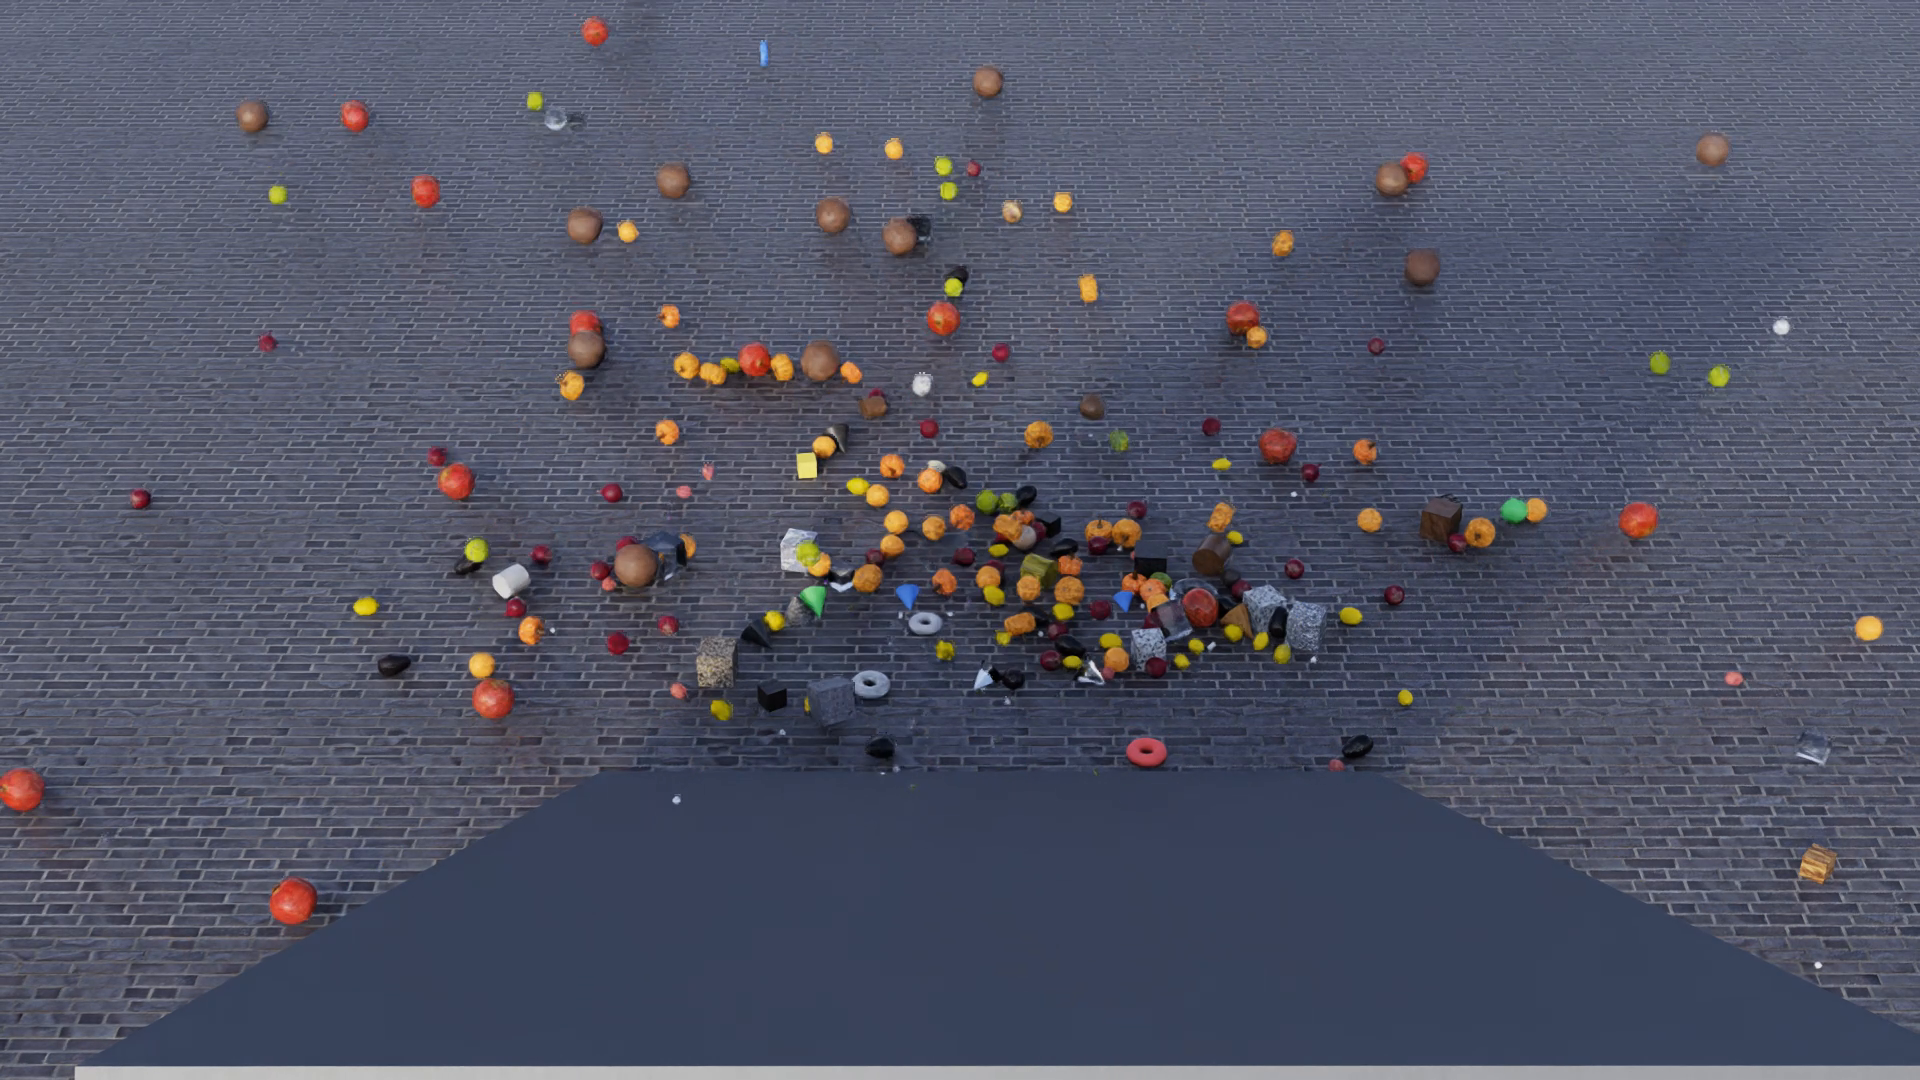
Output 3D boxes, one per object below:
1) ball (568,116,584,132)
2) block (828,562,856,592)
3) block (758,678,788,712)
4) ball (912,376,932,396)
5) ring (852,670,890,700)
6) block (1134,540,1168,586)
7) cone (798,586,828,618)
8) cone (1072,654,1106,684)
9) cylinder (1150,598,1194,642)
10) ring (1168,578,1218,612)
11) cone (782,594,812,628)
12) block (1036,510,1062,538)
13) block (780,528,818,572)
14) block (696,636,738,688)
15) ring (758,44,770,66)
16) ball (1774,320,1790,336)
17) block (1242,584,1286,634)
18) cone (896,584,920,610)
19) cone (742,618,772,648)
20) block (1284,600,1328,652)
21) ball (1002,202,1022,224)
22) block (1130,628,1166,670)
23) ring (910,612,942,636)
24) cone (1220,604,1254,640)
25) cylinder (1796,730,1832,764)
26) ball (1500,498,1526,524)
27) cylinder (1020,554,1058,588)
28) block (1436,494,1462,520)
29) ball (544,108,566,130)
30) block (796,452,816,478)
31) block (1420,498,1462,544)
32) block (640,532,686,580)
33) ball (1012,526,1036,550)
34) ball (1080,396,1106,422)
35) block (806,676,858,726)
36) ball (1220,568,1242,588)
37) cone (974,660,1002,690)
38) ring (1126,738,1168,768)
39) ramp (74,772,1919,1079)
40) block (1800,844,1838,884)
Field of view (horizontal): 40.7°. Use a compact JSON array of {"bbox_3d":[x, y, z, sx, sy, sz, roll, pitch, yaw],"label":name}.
[{"bbox_3d":[-1.551,-1.686,10.484,0.064,0.064,0.064,0,32,0],"label":"ball"},{"bbox_3d":[-0.347,0.109,7.611,0.056,0.056,0.056,-24,39,-34],"label":"block"},{"bbox_3d":[-0.515,0.426,7.100,0.059,0.059,0.059,-19,36,-27],"label":"block"},{"bbox_3d":[-0.127,-0.512,8.596,0.068,0.068,0.068,0,32,0],"label":"ball"},{"bbox_3d":[-0.247,0.401,7.162,0.110,0.037,0.110,0,33,0],"label":"ring"},{"bbox_3d":[0.562,0.067,7.641,0.095,0.095,0.095,2,32,4],"label":"block"},{"bbox_3d":[-0.415,0.191,7.496,0.085,0.085,0.085,-9,60,-15],"label":"cone"},{"bbox_3d":[0.370,0.377,7.193,0.089,0.089,0.089,34,37,0],"label":"cone"},{"bbox_3d":[0.601,0.228,7.346,0.095,0.095,0.095,-15,76,-22],"label":"cylinder"},{"bbox_3d":[0.678,0.161,7.536,0.144,0.048,0.144,1,34,-1],"label":"ring"},{"bbox_3d":[-0.472,0.192,7.447,0.088,0.088,0.088,0,32,0],"label":"cone"},{"bbox_3d":[0.269,-0.047,7.863,0.054,0.054,0.054,24,39,33],"label":"block"},{"bbox_3d":[-0.476,0.032,7.703,0.089,0.089,0.089,8,33,12],"label":"block"},{"bbox_3d":[-0.673,0.339,7.200,0.099,0.099,0.099,2,32,4],"label":"block"},{"bbox_3d":[-0.836,-2.070,11.060,0.034,0.102,0.102,10,27,-23],"label":"ring"},{"bbox_3d":[2.843,-0.736,8.967,0.056,0.056,0.056,0,32,0],"label":"ball"},{"bbox_3d":[0.873,0.198,7.435,0.090,0.090,0.090,-15,35,-23],"label":"block"},{"bbox_3d":[-0.148,0.177,7.525,0.071,0.071,0.071,-3,59,-5],"label":"cone"},{"bbox_3d":[-0.560,0.280,7.353,0.087,0.087,0.087,-30,69,-39],"label":"cone"},{"bbox_3d":[0.983,0.245,7.355,0.096,0.096,0.096,11,33,17],"label":"block"},{"bbox_3d":[0.197,-1.231,9.740,0.079,0.079,0.079,0,32,0],"label":"ball"},{"bbox_3d":[0.528,0.306,7.269,0.083,0.083,0.083,-5,32,-7],"label":"block"},{"bbox_3d":[-0.098,0.240,7.424,0.097,0.032,0.097,0,31,0],"label":"ring"},{"bbox_3d":[0.808,0.248,7.399,0.097,0.097,0.097,-24,66,-33],"label":"cone"},{"bbox_3d":[2.269,0.550,6.886,0.073,0.073,0.073,19,37,28],"label":"cylinder"},{"bbox_3d":[1.689,-0.087,7.905,0.077,0.077,0.077,0,32,0],"label":"ball"},{"bbox_3d":[0.233,0.090,7.618,0.081,0.081,0.081,20,37,29],"label":"cylinder"},{"bbox_3d":[1.490,-0.093,7.927,0.065,0.065,0.065,-13,34,-20],"label":"block"},{"bbox_3d":[-1.639,-1.702,10.487,0.088,0.088,0.088,0,32,0],"label":"ball"},{"bbox_3d":[-0.483,-0.235,8.163,0.056,0.056,0.056,-5,32,-8],"label":"block"},{"bbox_3d":[1.455,-0.059,7.848,0.091,0.091,0.091,17,36,26],"label":"block"},{"bbox_3d":[-0.878,0.045,7.678,0.092,0.092,0.092,22,38,31],"label":"block"},{"bbox_3d":[0.192,-0.006,7.776,0.077,0.077,0.077,0,32,0],"label":"ball"},{"bbox_3d":[0.428,-0.425,8.354,0.085,0.085,0.085,0,32,0],"label":"ball"},{"bbox_3d":[-0.348,0.436,7.019,0.097,0.097,0.097,-14,13,-21],"label":"block"},{"bbox_3d":[0.795,0.112,7.602,0.059,0.059,0.059,0,32,0],"label":"ball"},{"bbox_3d":[0.063,0.388,7.183,0.078,0.078,0.078,-45,48,-15],"label":"cone"},{"bbox_3d":[0.497,0.566,6.897,0.110,0.037,0.110,-1,31,1],"label":"ring"},{"bbox_3d":[0.071,0.626,4.716,2.000,0.100,4.000,0,-1,0],"label":"ramp"},{"bbox_3d":[2.146,0.810,6.480,0.062,0.062,0.062,24,39,33],"label":"block"}]
